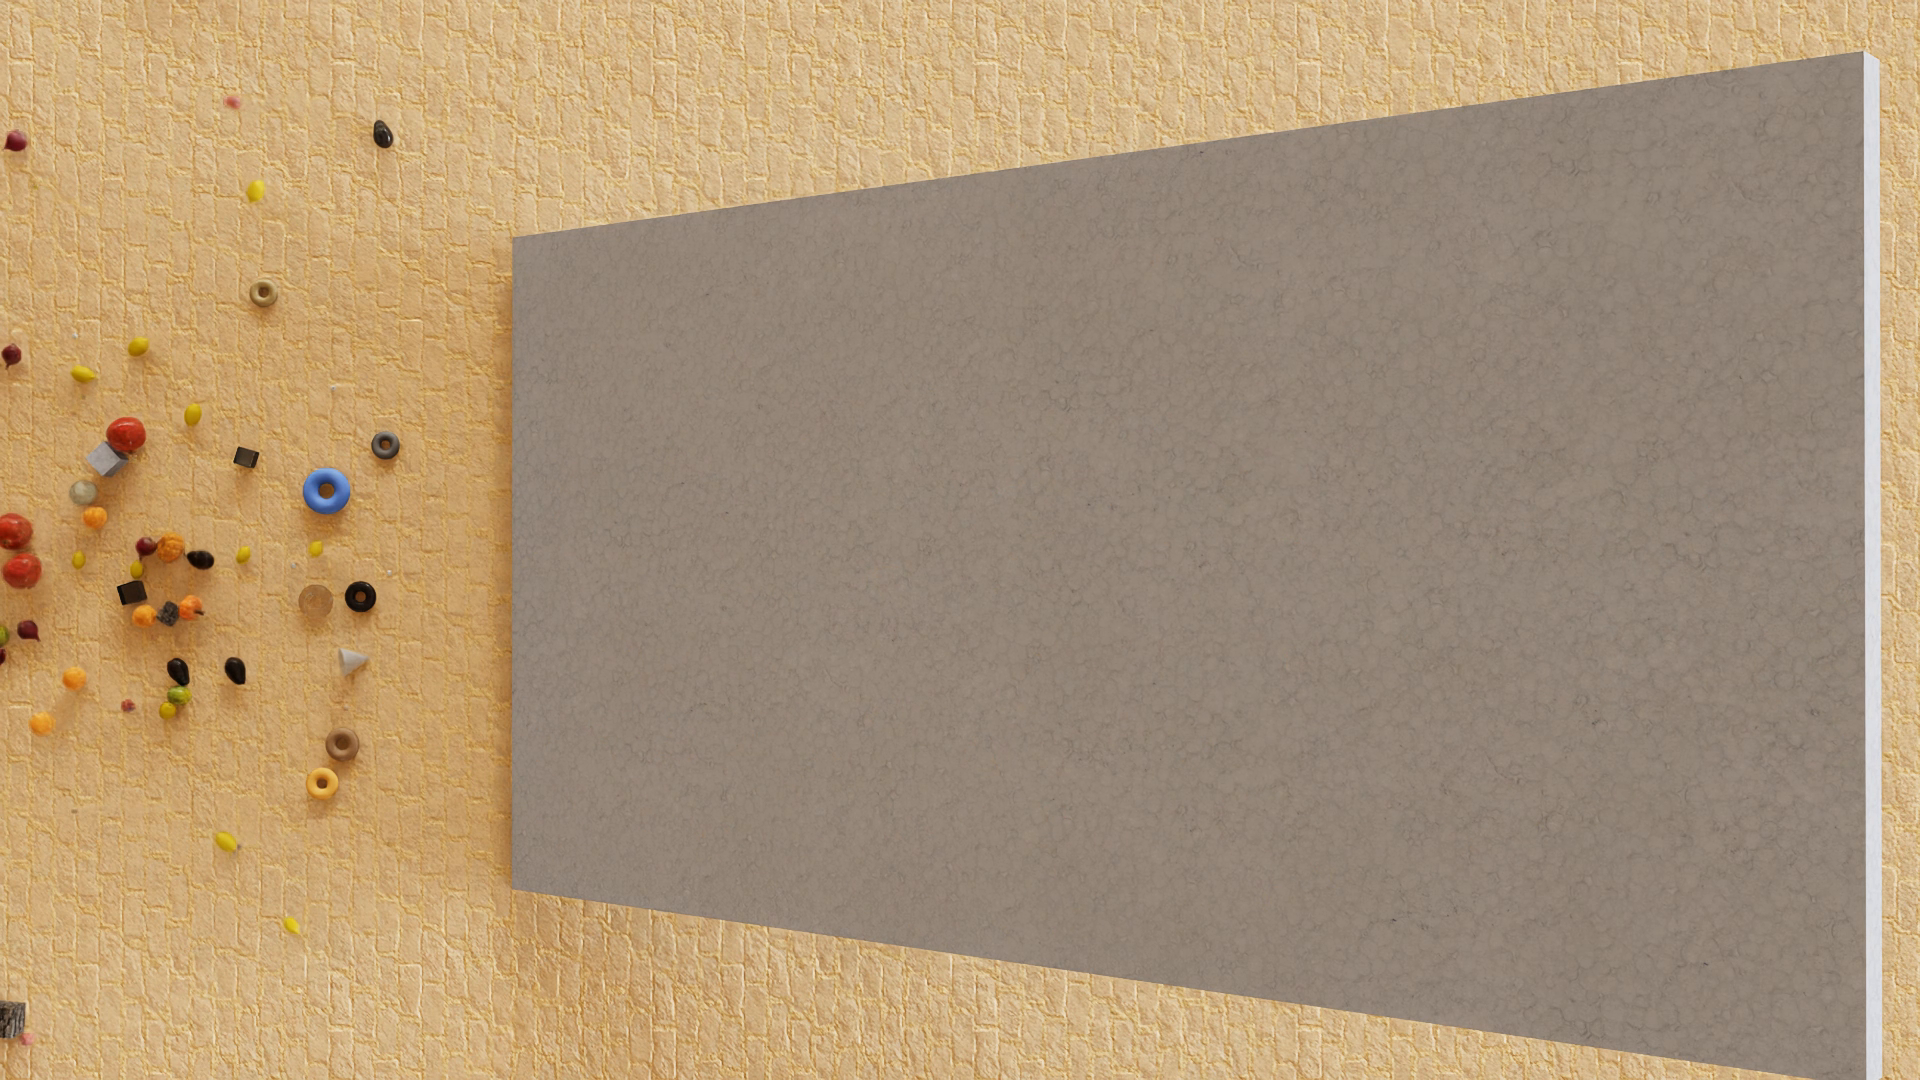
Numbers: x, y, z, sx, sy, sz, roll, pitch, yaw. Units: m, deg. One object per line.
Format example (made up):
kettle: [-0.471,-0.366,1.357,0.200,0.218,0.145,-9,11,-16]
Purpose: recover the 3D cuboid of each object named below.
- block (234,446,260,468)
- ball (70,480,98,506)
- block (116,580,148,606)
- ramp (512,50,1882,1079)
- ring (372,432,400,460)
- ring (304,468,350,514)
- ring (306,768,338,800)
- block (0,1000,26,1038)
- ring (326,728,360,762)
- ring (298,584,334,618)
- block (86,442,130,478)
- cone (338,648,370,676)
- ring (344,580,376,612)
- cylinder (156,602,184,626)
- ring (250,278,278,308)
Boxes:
block: [-2.206,-0.255,6.799,0.053,0.053,0.053,18,90,0]
ball: [-2.703,-0.146,6.785,0.081,0.081,0.081,0,90,0]
block: [-2.557,0.163,6.793,0.060,0.060,0.060,-17,90,0]
ramp: [0.218,0.063,5.534,4.000,0.100,2.000,0,90,39]
ring: [-1.779,-0.293,6.811,0.089,0.030,0.089,0,88,1]
ring: [-1.959,-0.151,6.801,0.145,0.048,0.145,0,88,-1]
ring: [-1.973,0.754,6.803,0.101,0.034,0.101,0,89,-1]
block: [-2.944,1.476,6.768,0.092,0.092,0.092,5,90,0]
ring: [-1.910,0.632,6.803,0.106,0.035,0.106,0,91,1]
ring: [-1.993,0.191,6.805,0.108,0.036,0.108,0,91,0]
block: [-2.631,-0.249,6.787,0.077,0.077,0.077,-43,90,0]
cone: [-1.867,0.372,6.802,0.090,0.090,0.090,-9,90,-27]
ring: [-1.856,0.175,6.807,0.098,0.033,0.098,0,90,-1]
cylinder: [-2.442,0.228,6.794,0.057,0.057,0.057,37,90,0]
ring: [-2.158,-0.766,6.815,0.088,0.029,0.088,0,90,-1]
